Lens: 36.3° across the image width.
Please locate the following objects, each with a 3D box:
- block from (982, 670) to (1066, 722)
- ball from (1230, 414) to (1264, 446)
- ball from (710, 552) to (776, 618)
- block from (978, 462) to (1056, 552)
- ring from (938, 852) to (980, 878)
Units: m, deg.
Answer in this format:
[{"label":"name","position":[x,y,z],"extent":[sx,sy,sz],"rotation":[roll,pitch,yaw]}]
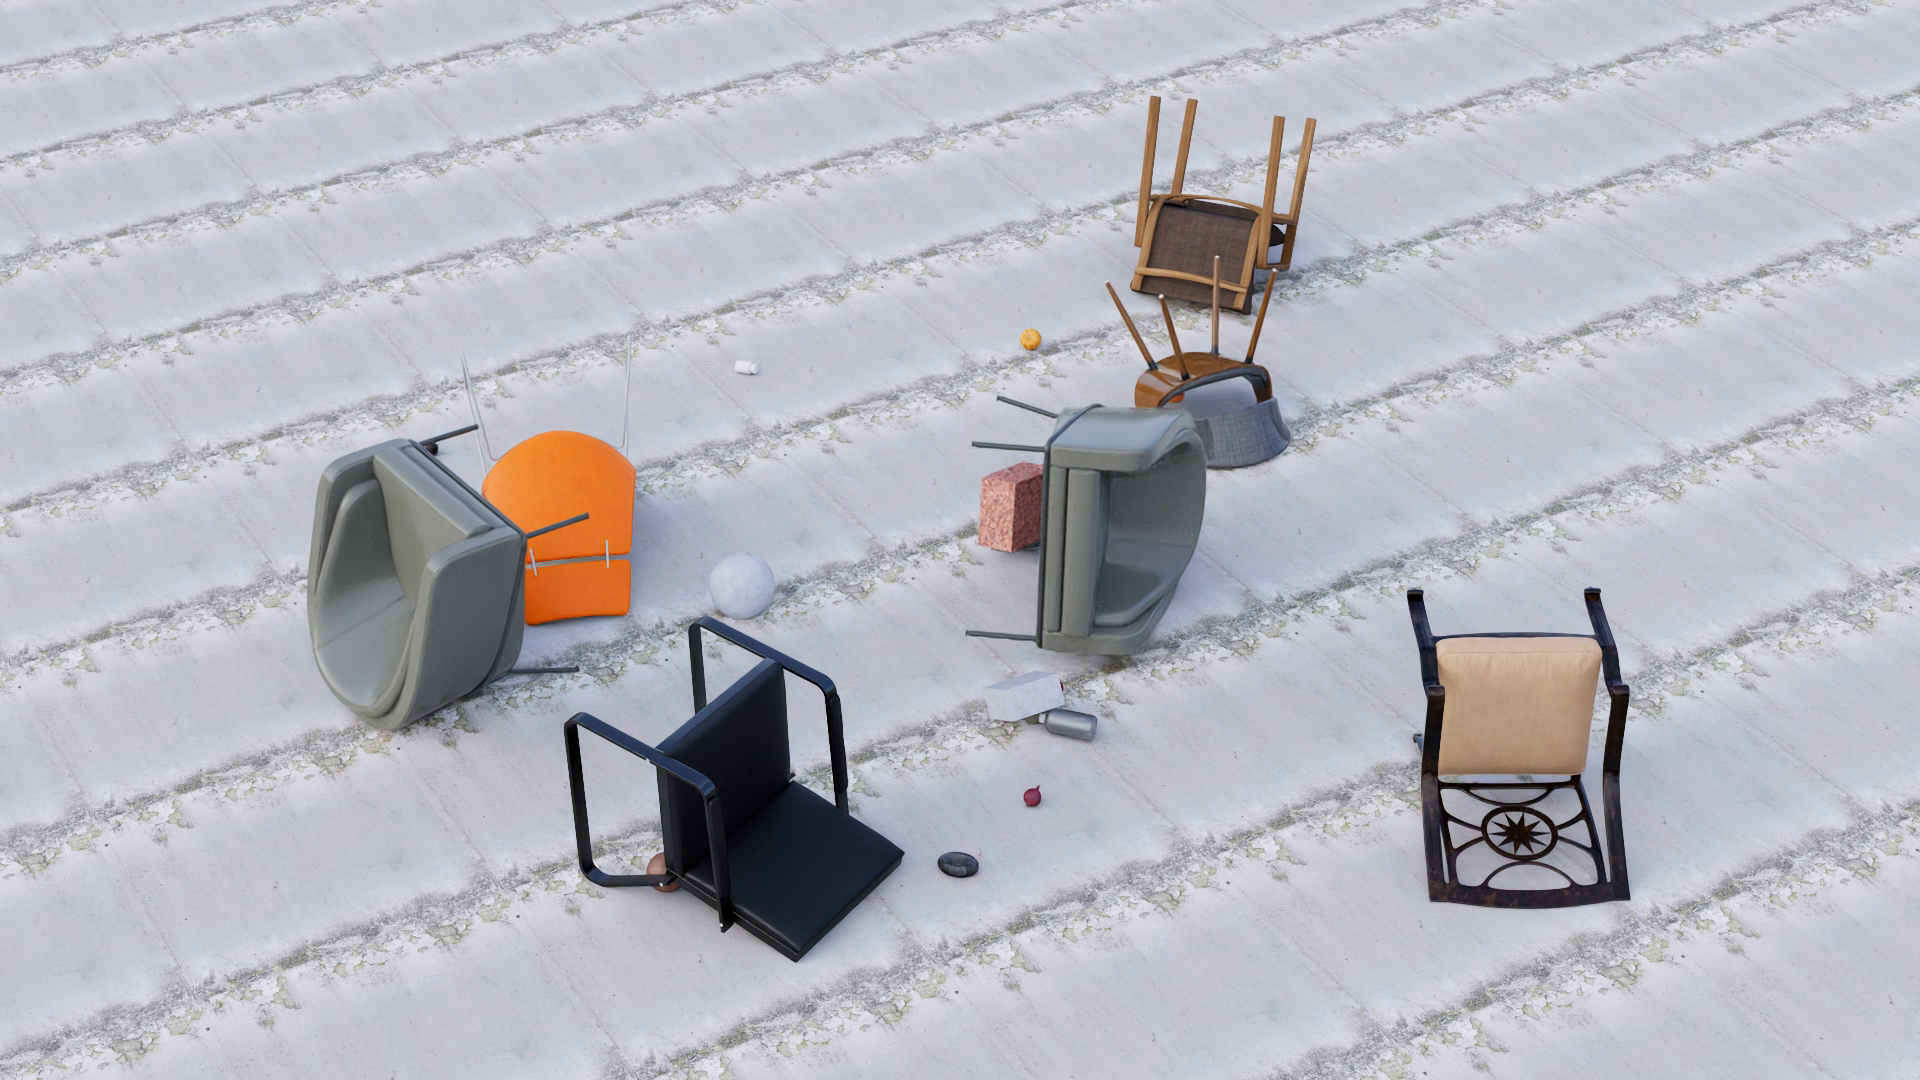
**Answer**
[{"label":"block","position":[0.217,0.530,9.974],"extent":[0.205,0.110,0.177],"rotation":[-17,8,-24]},{"label":"ball","position":[1.125,-0.430,11.479],"extent":[0.129,0.129,0.129],"rotation":[0,33,0]},{"label":"ball","position":[-0.778,0.163,10.483],"extent":[0.236,0.236,0.236],"rotation":[0,33,0]},{"label":"block","position":[0.212,-0.125,10.820],"extent":[0.142,0.258,0.301],"rotation":[12,19,29]},{"label":"ring","position":[-0.005,1.034,9.336],"extent":[0.136,0.044,0.099],"rotation":[9,33,16]}]
